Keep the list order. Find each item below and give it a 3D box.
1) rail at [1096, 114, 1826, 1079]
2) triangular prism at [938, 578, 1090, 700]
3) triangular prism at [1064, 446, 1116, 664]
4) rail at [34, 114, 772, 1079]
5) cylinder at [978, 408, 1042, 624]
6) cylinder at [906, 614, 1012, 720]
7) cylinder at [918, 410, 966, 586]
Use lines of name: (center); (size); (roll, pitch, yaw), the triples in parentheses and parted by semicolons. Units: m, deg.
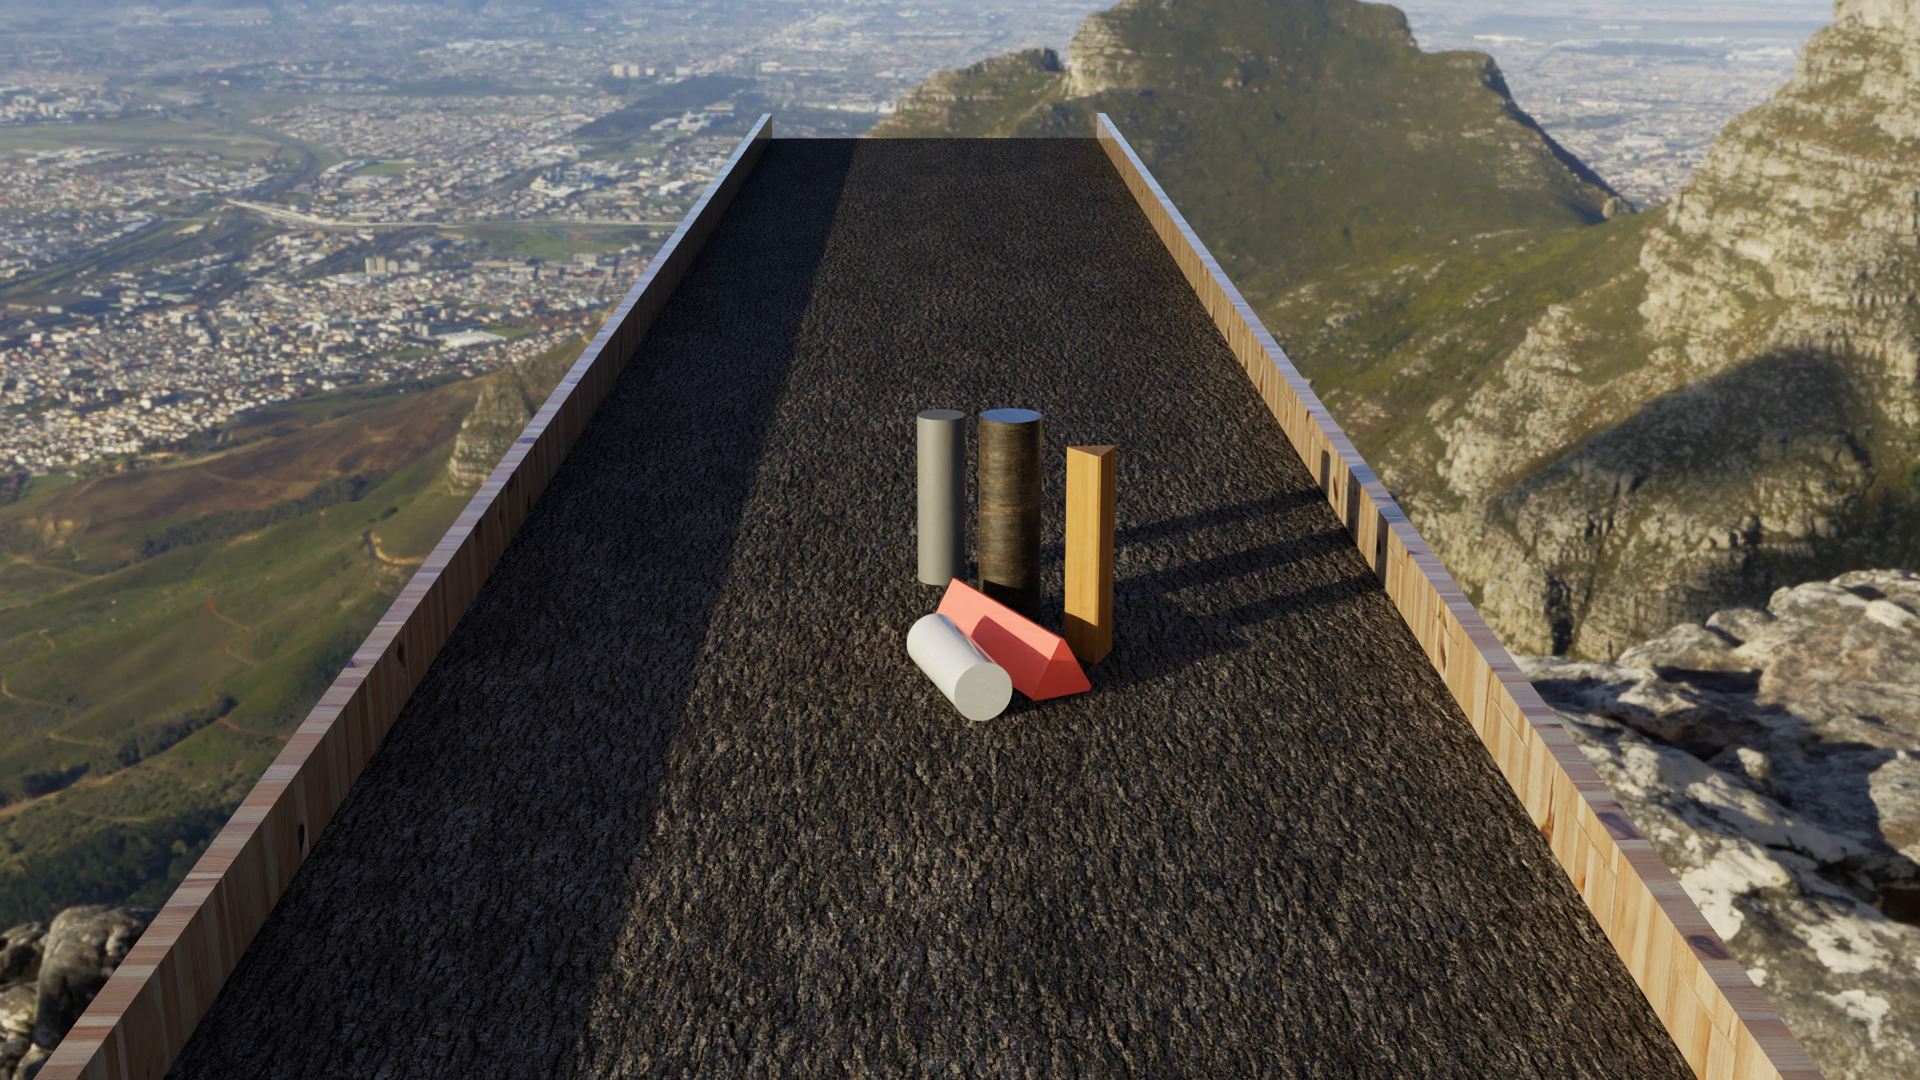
rail: (0.932, -0.844, 7.801); (0.050, 0.150, 12.000); (0, 17, -1)
triangular prism: (0.092, 0.187, 4.389); (0.131, 0.113, 0.438); (-9, 19, -27)
triangular prism: (0.275, 0.025, 4.392); (0.084, 0.428, 0.097); (-12, 21, -36)
rail: (-1.118, -0.838, 7.780); (0.050, 0.150, 12.000); (0, 17, -1)
cylinder: (0.104, -0.045, 4.605); (0.131, 0.442, 0.131); (0, 17, 0)
cylinder: (-0.004, 0.241, 4.216); (0.115, 0.115, 0.302); (-5, 17, -17)
cylinder: (-0.041, -0.095, 4.886); (0.106, 0.376, 0.106); (0, 17, 0)
